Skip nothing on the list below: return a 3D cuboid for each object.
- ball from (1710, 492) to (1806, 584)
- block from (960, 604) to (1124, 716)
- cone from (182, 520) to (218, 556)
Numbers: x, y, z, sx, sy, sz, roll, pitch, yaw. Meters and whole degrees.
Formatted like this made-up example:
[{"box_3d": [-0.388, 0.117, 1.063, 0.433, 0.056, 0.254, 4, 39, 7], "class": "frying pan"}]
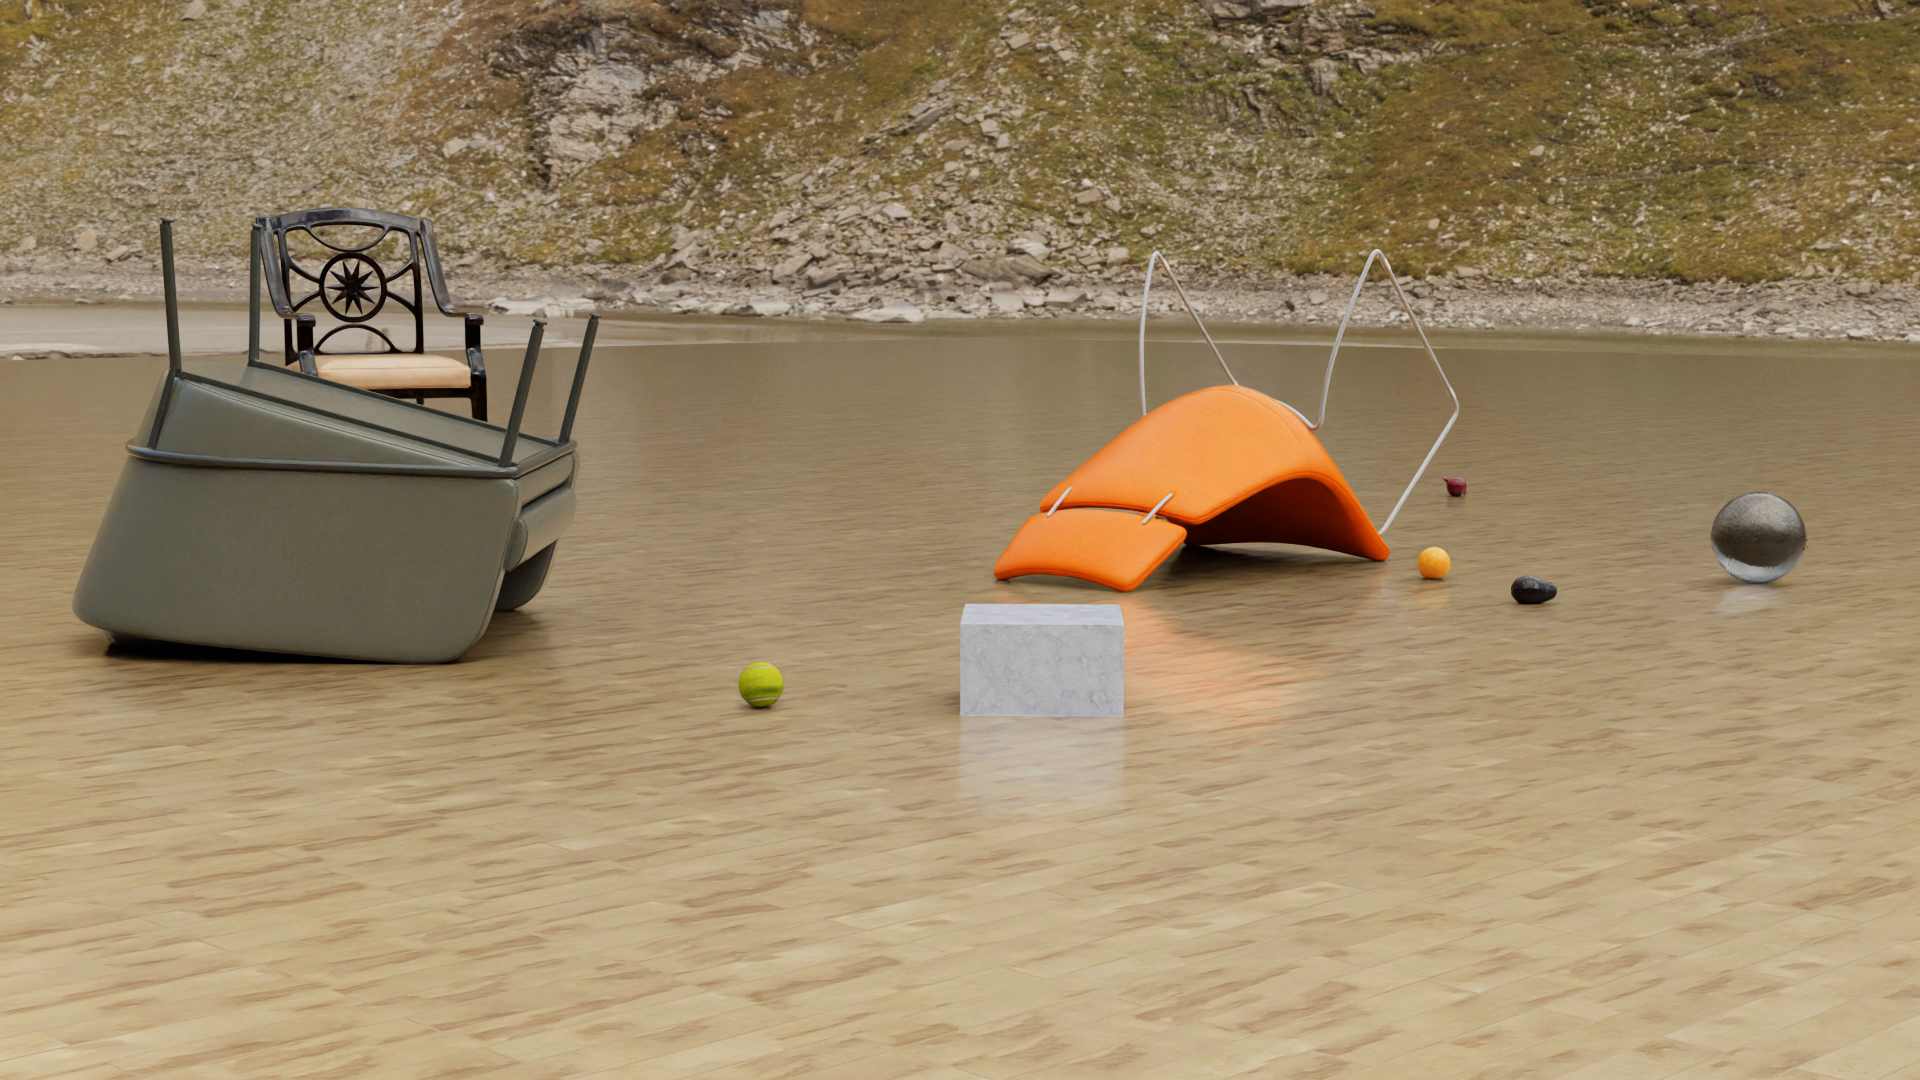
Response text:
[{"box_3d": [1.712, -0.005, 5.504, 0.197, 0.197, 0.197, 0, 6, 0], "class": "ball"}, {"box_3d": [0.127, 0.183, 3.961, 0.245, 0.139, 0.235, 0, 6, 2], "class": "block"}, {"box_3d": [-1.793, -0.007, 6.054, 0.094, 0.087, 0.052, 2, 6, 16], "class": "cone"}]
